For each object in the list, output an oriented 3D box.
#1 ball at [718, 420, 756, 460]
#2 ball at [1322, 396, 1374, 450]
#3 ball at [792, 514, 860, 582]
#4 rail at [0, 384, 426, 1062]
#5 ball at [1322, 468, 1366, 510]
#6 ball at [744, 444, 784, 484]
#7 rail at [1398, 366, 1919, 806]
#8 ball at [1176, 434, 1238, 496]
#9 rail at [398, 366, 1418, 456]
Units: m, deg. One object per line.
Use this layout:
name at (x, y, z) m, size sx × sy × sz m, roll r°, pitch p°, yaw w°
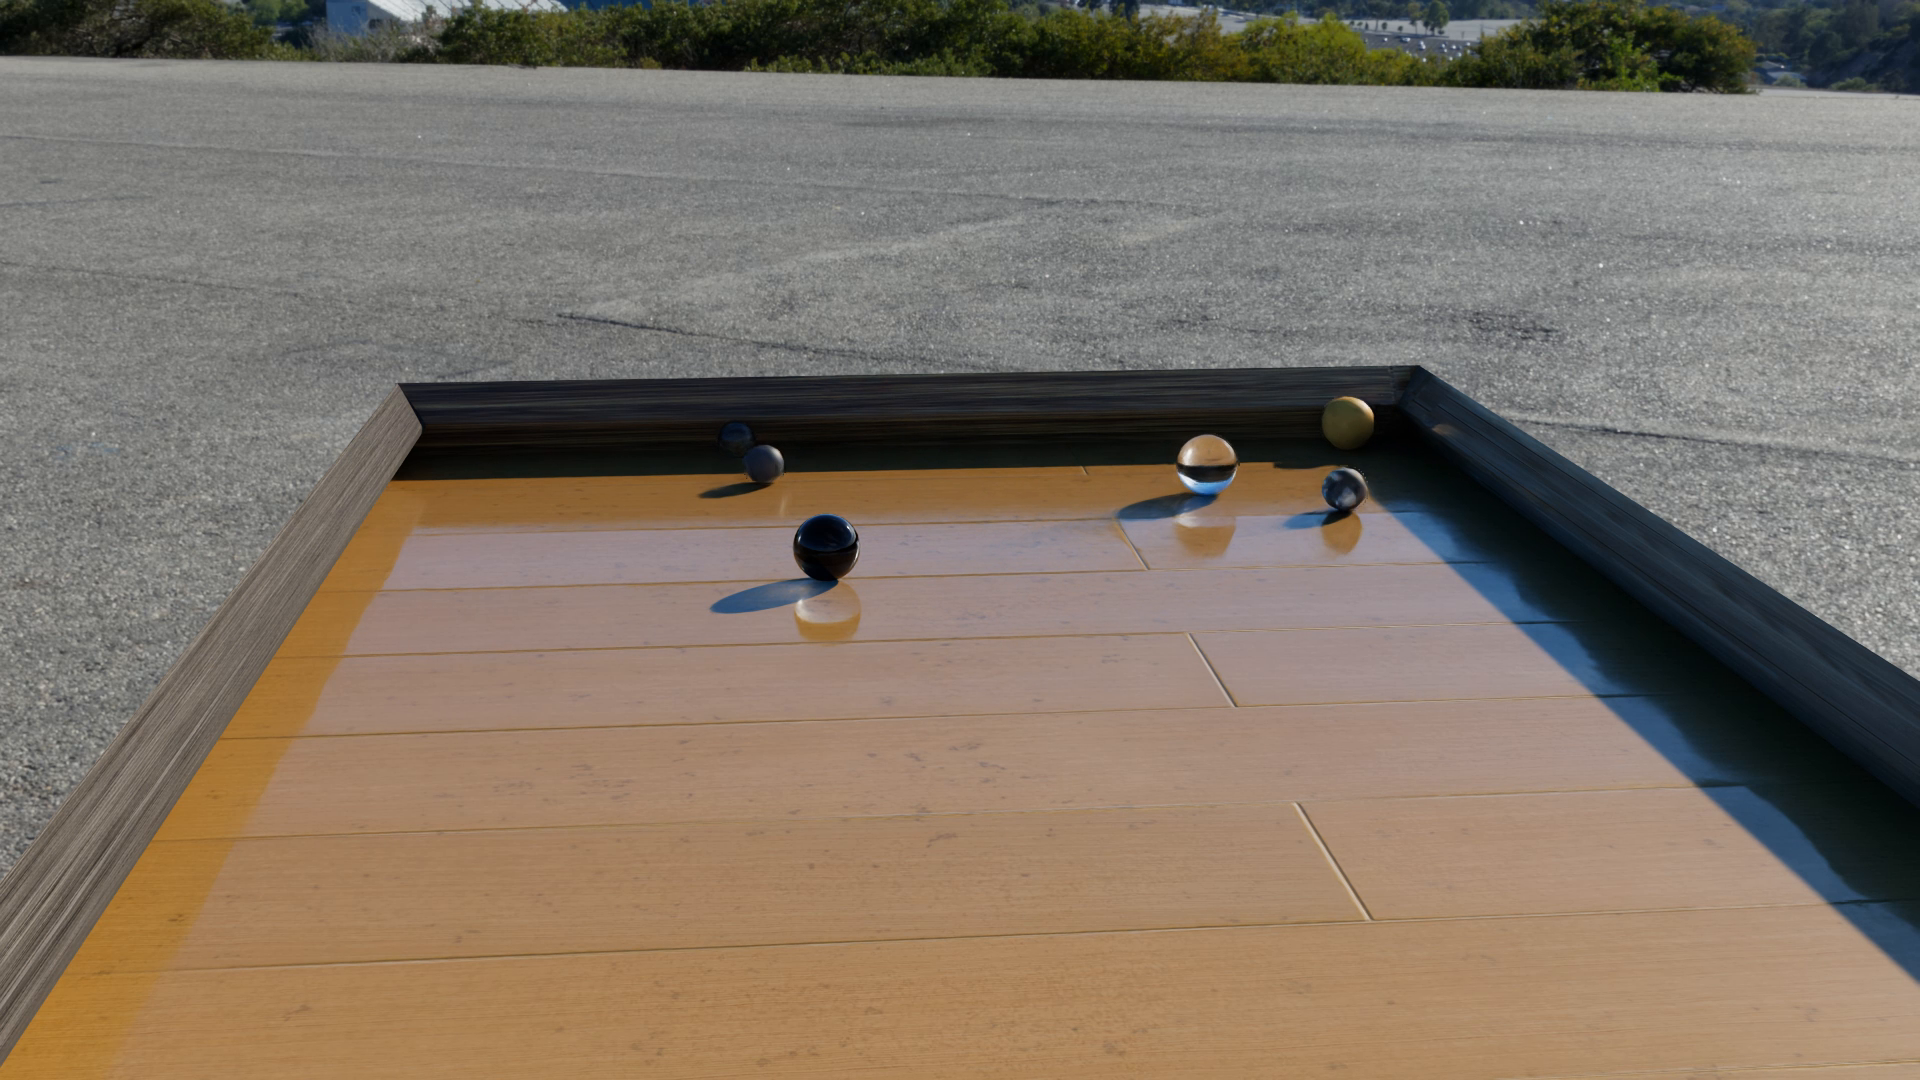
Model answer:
ball at (-0.331, -0.148, 3.253) m, size 0.056 × 0.056 × 0.056 m, roll 0°, pitch 15°, yaw 0°
ball at (0.584, -0.176, 3.311) m, size 0.080 × 0.080 × 0.080 m, roll 0°, pitch 15°, yaw 0°
ball at (-0.159, 0.009, 2.629) m, size 0.081 × 0.081 × 0.081 m, roll 0°, pitch 15°, yaw 0°
rail at (-0.684, 0.175, 1.960) m, size 0.045 × 0.109 × 2.714 m, roll -1°, pitch 15°, yaw -5°
ball at (0.517, -0.068, 2.957) m, size 0.058 × 0.058 × 0.058 m, roll 0°, pitch 15°, yaw 0°
ball at (-0.276, -0.107, 3.105) m, size 0.055 × 0.055 × 0.055 m, roll 0°, pitch 15°, yaw 0°
rail at (0.810, 0.139, 2.094) m, size 0.045 × 0.109 × 2.714 m, roll -1°, pitch 15°, yaw -5°
ball at (0.341, -0.104, 3.037) m, size 0.084 × 0.084 × 0.084 m, roll 0°, pitch 15°, yaw 0°
rail at (-0.061, -0.191, 3.308) m, size 1.547 × 0.109 × 0.045 m, roll -1°, pitch 15°, yaw -5°
